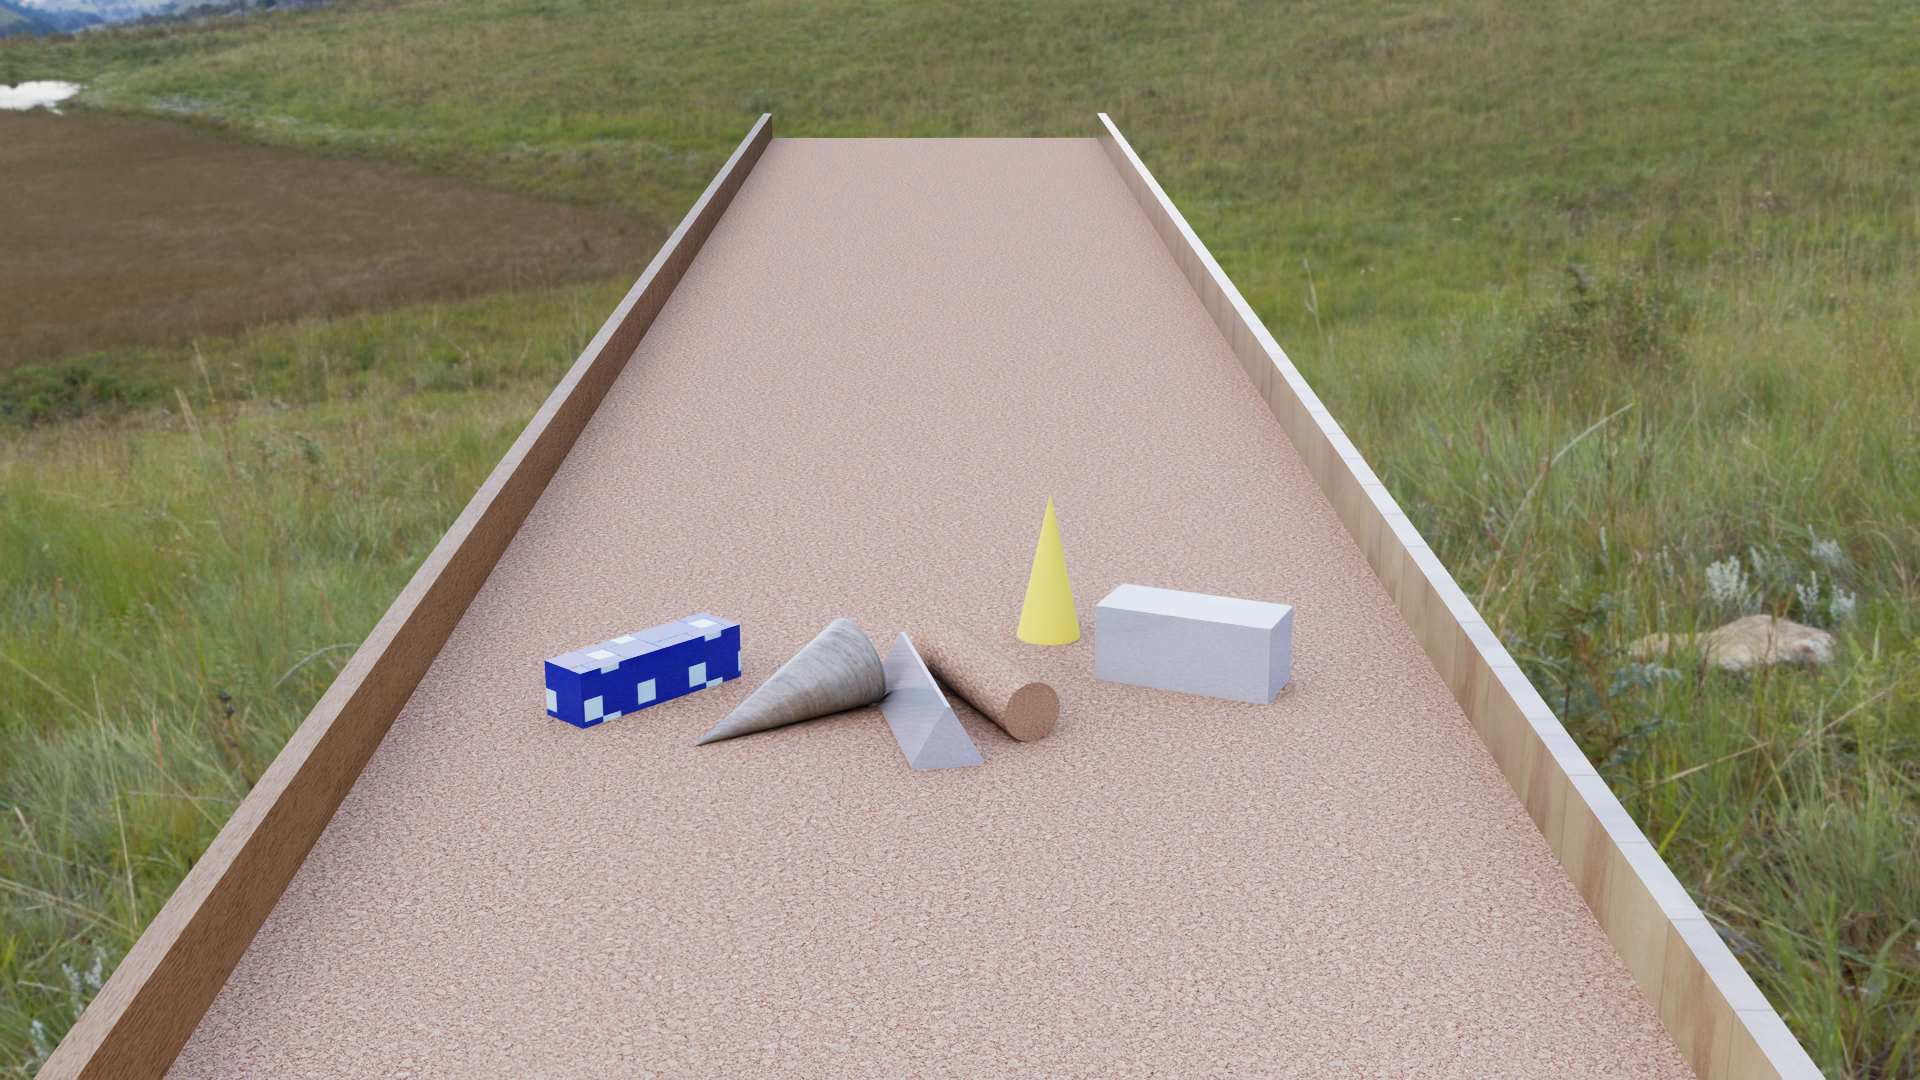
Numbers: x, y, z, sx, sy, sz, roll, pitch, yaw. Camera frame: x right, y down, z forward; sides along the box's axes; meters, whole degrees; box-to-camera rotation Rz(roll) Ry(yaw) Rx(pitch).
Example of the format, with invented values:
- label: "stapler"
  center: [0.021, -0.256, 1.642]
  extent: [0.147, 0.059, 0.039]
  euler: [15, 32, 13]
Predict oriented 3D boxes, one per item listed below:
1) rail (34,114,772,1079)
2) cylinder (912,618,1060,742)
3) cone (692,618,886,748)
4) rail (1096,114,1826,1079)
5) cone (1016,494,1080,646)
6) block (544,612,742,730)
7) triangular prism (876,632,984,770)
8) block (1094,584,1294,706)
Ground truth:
- label: "rail"
  center: [-1.118, -0.838, 7.780]
  extent: [0.050, 0.150, 12.000]
  euler: [0, 17, -1]
- label: "cylinder"
  center: [0.044, 0.258, 4.160]
  extent: [0.113, 0.113, 0.410]
  euler: [-8, 18, -24]
- label: "cone"
  center: [-0.340, 0.301, 4.063]
  extent: [0.377, 0.176, 0.176]
  euler: [-27, 28, -30]
- label: "rail"
  center: [0.932, -0.844, 7.801]
  extent: [0.050, 0.150, 12.000]
  euler: [0, 17, -1]
- label: "cone"
  center: [0.184, 0.050, 4.521]
  extent: [0.133, 0.307, 0.133]
  euler: [0, 17, 0]
- label: "block"
  center: [-0.602, 0.246, 4.210]
  extent: [0.108, 0.108, 0.387]
  euler: [15, 22, 41]
- label: "triangular prism"
  center: [-0.066, 0.287, 4.051]
  extent: [0.130, 0.113, 0.413]
  euler: [-3, 17, -12]
- label: "block"
  center: [0.455, 0.200, 4.286]
  extent: [0.351, 0.152, 0.152]
  euler: [7, 18, 23]
